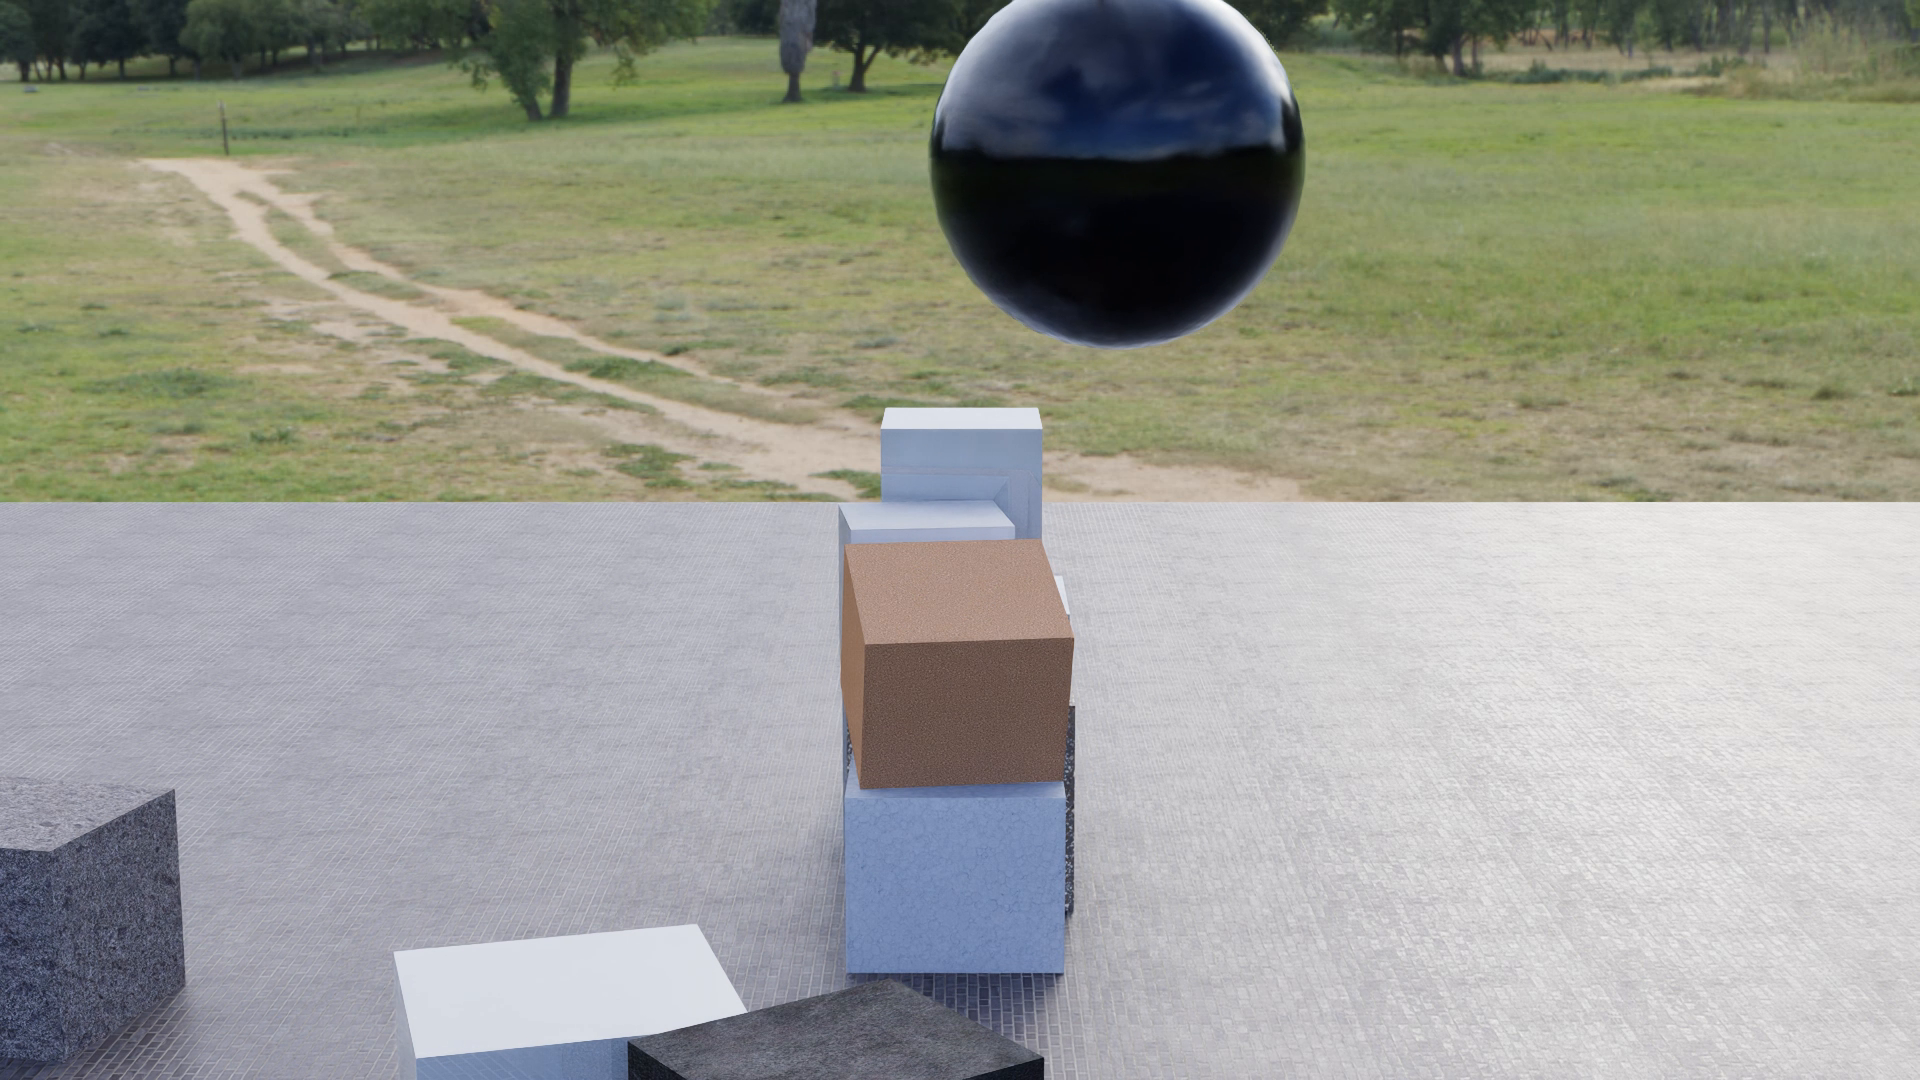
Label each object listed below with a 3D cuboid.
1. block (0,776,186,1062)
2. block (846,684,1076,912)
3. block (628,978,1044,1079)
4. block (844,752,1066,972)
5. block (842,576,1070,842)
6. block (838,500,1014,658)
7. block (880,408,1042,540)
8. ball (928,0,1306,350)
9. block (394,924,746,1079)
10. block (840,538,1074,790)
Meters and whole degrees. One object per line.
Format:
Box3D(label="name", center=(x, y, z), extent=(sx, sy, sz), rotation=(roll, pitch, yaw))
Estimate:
Box3D(label="block", center=(-3.497, 1.402, 9.644), extent=(0.768, 0.790, 0.838), rotation=(3, 11, 14))
Box3D(label="block", center=(0.004, 1.047, 11.297), extent=(0.957, 0.897, 0.977), rotation=(0, 10, 0))
Box3D(label="block", center=(-0.342, 1.822, 7.058), extent=(0.866, 0.889, 0.750), rotation=(-7, 13, -34))
Box3D(label="block", center=(-0.019, 1.293, 10.454), extent=(0.864, 0.716, 0.751), rotation=(0, 10, 0))
Box3D(label="block", center=(-0.020, 0.788, 12.212), extent=(1.040, 1.081, 0.895), rotation=(0, 10, 0))
Box3D(label="block", center=(-0.155, 0.242, 11.211), extent=(0.696, 0.718, 0.681), rotation=(-1, 10, -7))
Box3D(label="block", center=(0.008, -0.141, 11.907), extent=(0.723, 0.857, 0.734), rotation=(0, 10, 0))
Box3D(label="ball", center=(0.662, -1.608, 10.888), extent=(1.600, 1.600, 1.600), rotation=(0, 10, 0))
Box3D(label="block", center=(-1.166, 1.735, 7.679), extent=(0.945, 0.838, 0.906), rotation=(-3, 11, -16))
Box3D(label="block", center=(-0.030, 0.490, 10.375), extent=(0.816, 0.673, 0.784), rotation=(-2, 29, -8))
